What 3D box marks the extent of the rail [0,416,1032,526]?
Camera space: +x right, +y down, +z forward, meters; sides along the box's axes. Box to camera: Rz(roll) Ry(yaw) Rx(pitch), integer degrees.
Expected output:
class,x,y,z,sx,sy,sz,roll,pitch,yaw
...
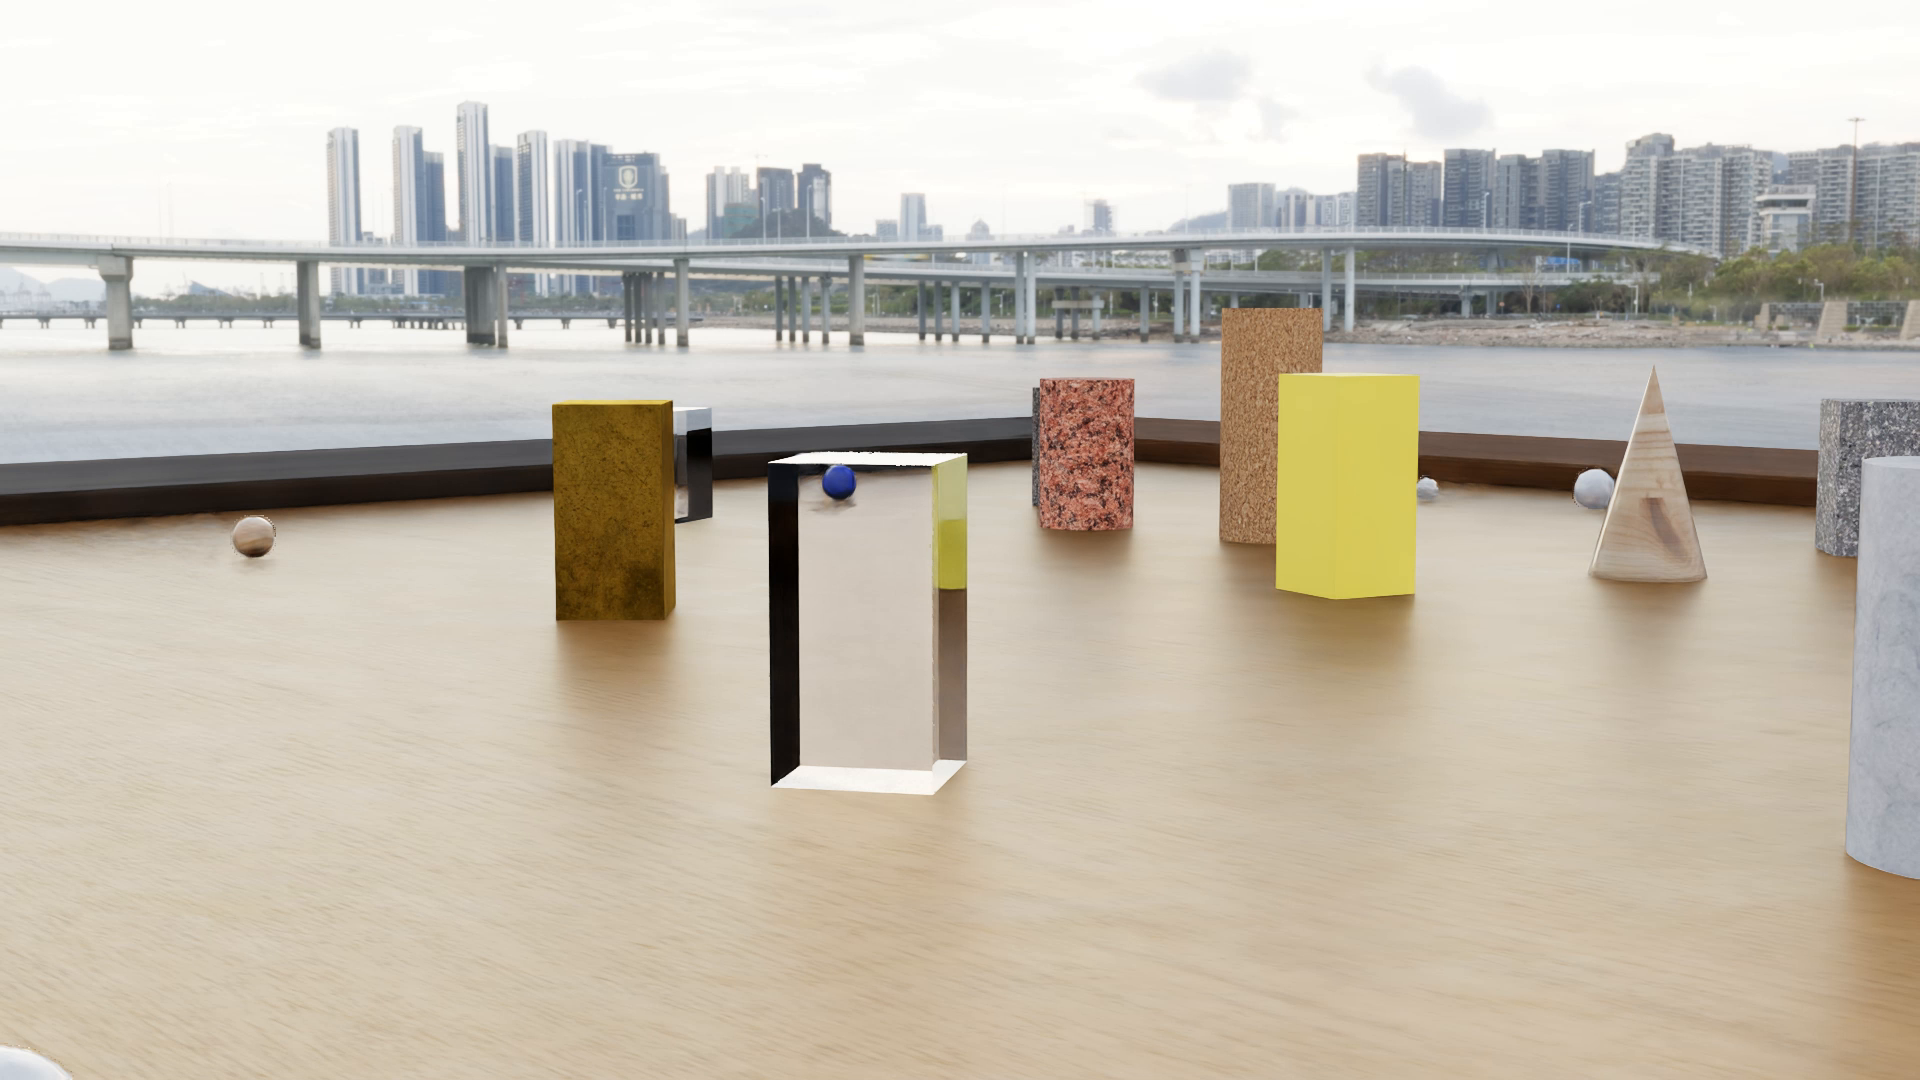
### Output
class,x,y,z,sx,sy,sz,roll,pitch,yaw
rail,-1.495,-0.136,4.943,5.087,0.126,0.045,-5,8,-42

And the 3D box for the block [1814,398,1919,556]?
class,x,y,z,sx,sy,sz,roll,pitch,yaw
block,1.671,-0.116,4.030,0.155,0.279,0.155,1,6,8

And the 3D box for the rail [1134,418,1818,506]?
class,x,y,z,sx,sy,sz,roll,pitch,yaw
rail,1.852,-0.145,5.032,0.045,0.126,4.456,-5,8,-42

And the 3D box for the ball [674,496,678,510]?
class,x,y,z,sx,sy,sz,roll,pitch,yaw
ball,-0.640,-0.080,4.793,0.048,0.048,0.048,0,6,0

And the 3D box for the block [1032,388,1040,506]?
class,x,y,z,sx,sy,sz,roll,pitch,yaw
block,0.273,-0.213,4.998,0.155,0.269,0.155,5,8,41

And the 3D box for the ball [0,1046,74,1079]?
class,x,y,z,sx,sy,sz,roll,pitch,yaw
ball,-0.463,0.289,1.048,0.094,0.094,0.094,0,6,0

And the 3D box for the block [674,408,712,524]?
class,x,y,z,sx,sy,sz,roll,pitch,yaw
block,-0.631,-0.161,4.666,0.155,0.235,0.155,2,6,21

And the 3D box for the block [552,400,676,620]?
class,x,y,z,sx,sy,sz,roll,pitch,yaw
block,-0.504,-0.047,3.220,0.155,0.310,0.155,0,6,-1

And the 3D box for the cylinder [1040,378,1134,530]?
class,x,y,z,sx,sy,sz,roll,pitch,yaw
cylinder,0.261,-0.180,4.524,0.194,0.303,0.194,0,6,0

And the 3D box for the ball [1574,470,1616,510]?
class,x,y,z,sx,sy,sz,roll,pitch,yaw
ball,1.416,-0.113,4.904,0.090,0.090,0.090,0,6,0

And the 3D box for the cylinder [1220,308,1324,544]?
class,x,y,z,sx,sy,sz,roll,pitch,yaw
cylinder,0.603,-0.226,4.266,0.194,0.447,0.194,0,6,0

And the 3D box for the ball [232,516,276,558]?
class,x,y,z,sx,sy,sz,roll,pitch,yaw
ball,-1.270,-0.005,3.952,0.074,0.074,0.074,0,6,0

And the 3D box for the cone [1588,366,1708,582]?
class,x,y,z,sx,sy,sz,roll,pitch,yaw
cone,1.155,-0.118,3.678,0.194,0.355,0.194,0,6,0

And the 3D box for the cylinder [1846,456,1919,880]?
class,x,y,z,sx,sy,sz,roll,pitch,yaw
cylinder,0.824,0.099,1.771,0.194,0.322,0.194,0,6,0

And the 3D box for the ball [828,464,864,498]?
class,x,y,z,sx,sy,sz,roll,pitch,yaw
ball,-0.270,-0.140,5.203,0.082,0.082,0.082,0,6,0

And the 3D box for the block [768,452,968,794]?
class,x,y,z,sx,sy,sz,roll,pitch,yaw
block,-0.085,0.074,2.099,0.155,0.304,0.155,1,6,12

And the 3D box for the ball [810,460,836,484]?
class,x,y,z,sx,sy,sz,roll,pitch,yaw
ball,-0.347,-0.172,5.590,0.064,0.064,0.064,0,6,0

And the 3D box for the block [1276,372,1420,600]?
class,x,y,z,sx,sy,sz,roll,pitch,yaw
block,0.610,-0.090,3.472,0.155,0.342,0.155,-3,7,-27

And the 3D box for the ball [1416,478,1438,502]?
class,x,y,z,sx,sy,sz,roll,pitch,yaw
ball,1.082,-0.116,5.102,0.055,0.055,0.055,0,6,0
